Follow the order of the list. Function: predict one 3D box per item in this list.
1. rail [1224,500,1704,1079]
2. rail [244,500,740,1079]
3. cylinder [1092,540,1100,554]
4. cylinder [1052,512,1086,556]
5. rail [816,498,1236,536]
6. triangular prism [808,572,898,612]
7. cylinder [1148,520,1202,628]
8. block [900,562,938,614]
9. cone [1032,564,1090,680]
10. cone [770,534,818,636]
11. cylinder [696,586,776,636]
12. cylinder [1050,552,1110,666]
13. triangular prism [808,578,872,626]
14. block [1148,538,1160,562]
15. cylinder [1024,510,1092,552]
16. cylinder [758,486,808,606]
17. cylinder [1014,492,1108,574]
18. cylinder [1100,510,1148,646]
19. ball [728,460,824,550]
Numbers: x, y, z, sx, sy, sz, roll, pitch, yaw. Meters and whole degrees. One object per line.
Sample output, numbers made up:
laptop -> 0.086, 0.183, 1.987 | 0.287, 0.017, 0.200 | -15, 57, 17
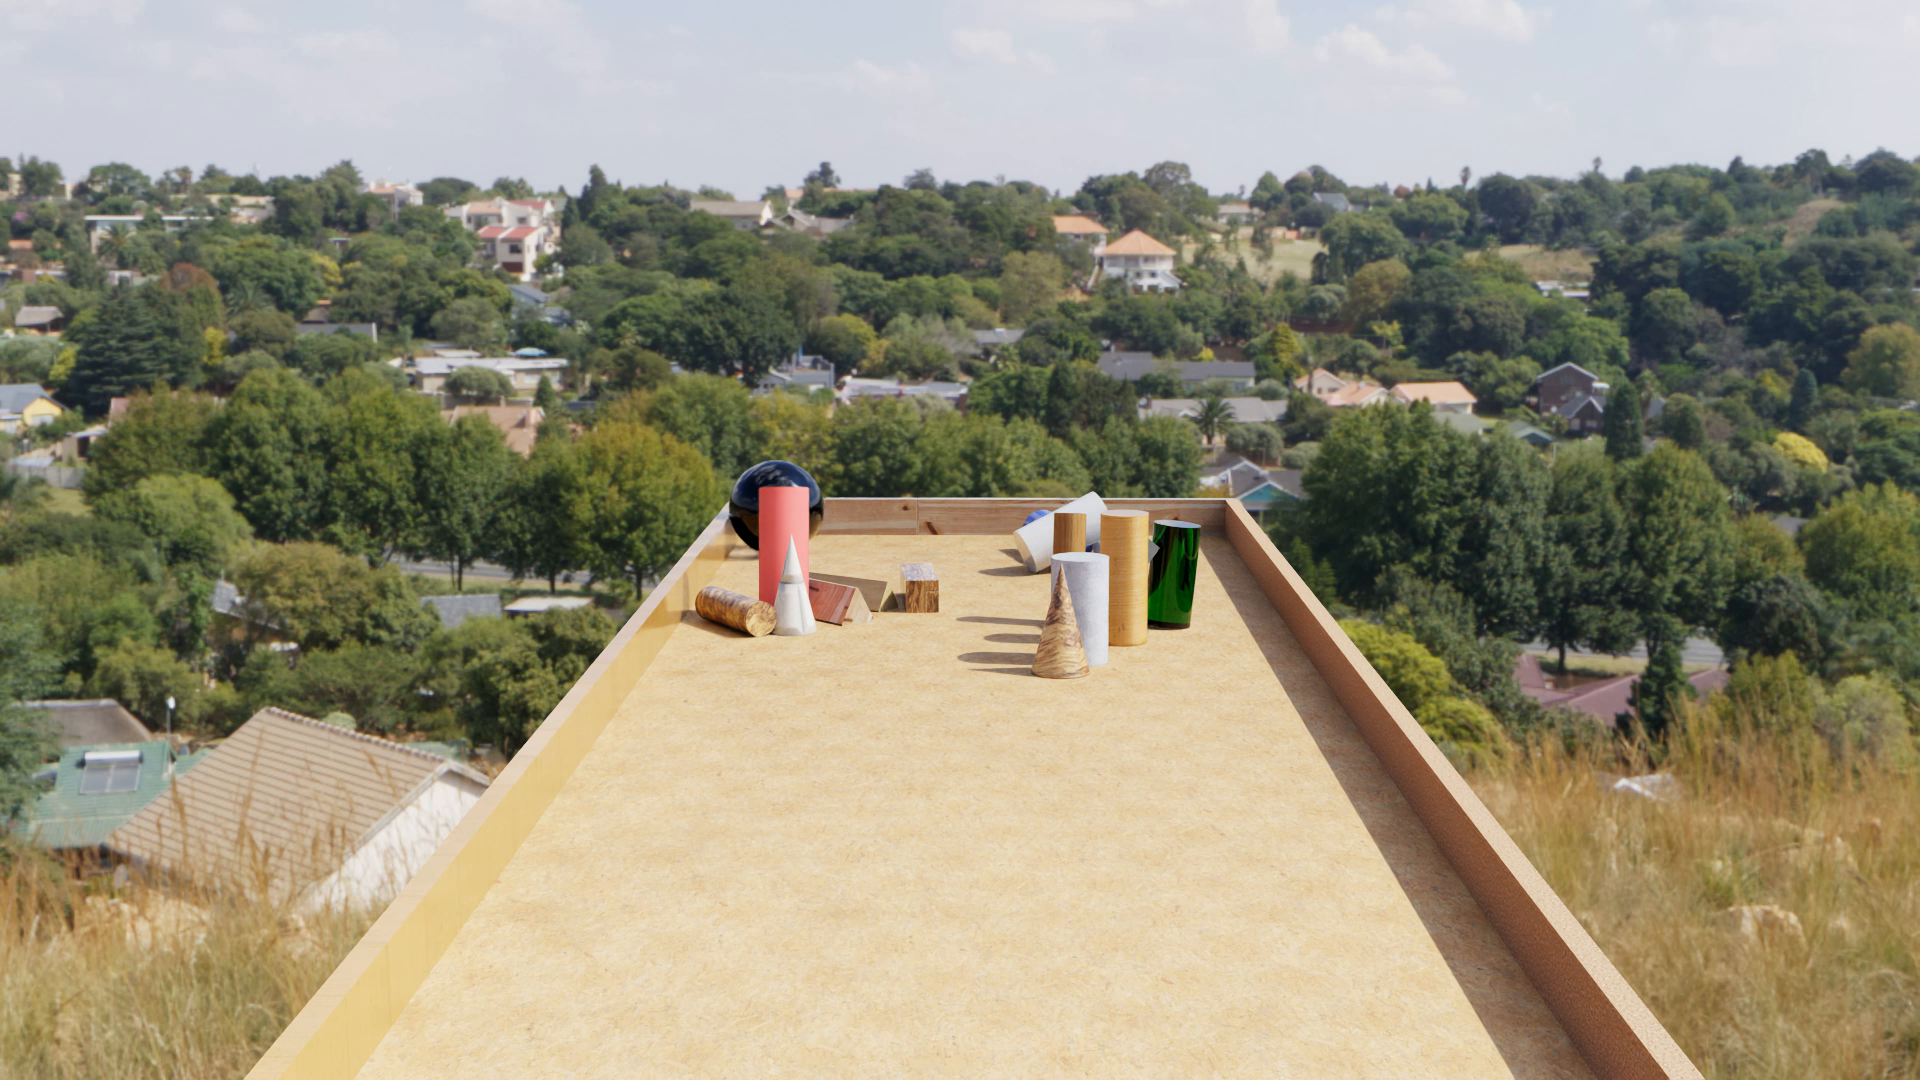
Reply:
rail -> 1.046, 0.843, 3.208 | 0.050, 0.150, 12.000 | 0, 9, 1
rail -> -1.004, 0.839, 3.234 | 0.050, 0.150, 12.000 | 0, 9, 1
cylinder -> 0.574, 0.055, 8.242 | 0.131, 0.131, 0.417 | 0, 9, -1
cylinder -> 0.358, 0.092, 7.239 | 0.107, 0.361, 0.107 | 2, 2, 0
rail -> 0.099, -0.098, 9.147 | 2.100, 0.150, 0.050 | 0, 9, 1
triangular prism -> -0.431, 0.168, 7.620 | 0.456, 0.097, 0.112 | 6, 11, 34
cylinder -> 0.695, 0.111, 7.203 | 0.155, 0.333, 0.155 | 5, 8, -1
block -> -0.142, 0.164, 7.617 | 0.111, 0.111, 0.355 | -1, 9, -5
cone -> 0.299, 0.230, 6.497 | 0.177, 0.333, 0.177 | 0, 9, 0
cone -> -0.544, 0.138, 7.113 | 0.162, 0.321, 0.162 | 0, 9, 0
cylinder -> -0.734, 0.232, 7.184 | 0.113, 0.113, 0.345 | -6, 11, -34
cylinder -> 0.363, 0.209, 6.664 | 0.175, 0.321, 0.175 | 0, 9, 0
triangular prism -> -0.452, 0.196, 7.375 | 0.135, 0.117, 0.329 | -9, 13, -43
block -> 0.486, 0.127, 7.131 | 0.105, 0.351, 0.105 | 39, -6, -22
cylinder -> 0.377, -0.009, 8.549 | 0.162, 0.162, 0.410 | -2, 9, -14
cylinder -> -0.585, 0.041, 7.302 | 0.166, 0.431, 0.166 | 0, -1, 0
cylinder -> 0.389, -0.029, 8.242 | 0.335, 0.176, 0.176 | -27, 15, -11
cylinder -> 0.517, 0.119, 6.938 | 0.152, 0.413, 0.152 | 0, 9, 0
ball -> -0.719, -0.127, 8.622 | 0.373, 0.373, 0.373 | 0, 9, 0
